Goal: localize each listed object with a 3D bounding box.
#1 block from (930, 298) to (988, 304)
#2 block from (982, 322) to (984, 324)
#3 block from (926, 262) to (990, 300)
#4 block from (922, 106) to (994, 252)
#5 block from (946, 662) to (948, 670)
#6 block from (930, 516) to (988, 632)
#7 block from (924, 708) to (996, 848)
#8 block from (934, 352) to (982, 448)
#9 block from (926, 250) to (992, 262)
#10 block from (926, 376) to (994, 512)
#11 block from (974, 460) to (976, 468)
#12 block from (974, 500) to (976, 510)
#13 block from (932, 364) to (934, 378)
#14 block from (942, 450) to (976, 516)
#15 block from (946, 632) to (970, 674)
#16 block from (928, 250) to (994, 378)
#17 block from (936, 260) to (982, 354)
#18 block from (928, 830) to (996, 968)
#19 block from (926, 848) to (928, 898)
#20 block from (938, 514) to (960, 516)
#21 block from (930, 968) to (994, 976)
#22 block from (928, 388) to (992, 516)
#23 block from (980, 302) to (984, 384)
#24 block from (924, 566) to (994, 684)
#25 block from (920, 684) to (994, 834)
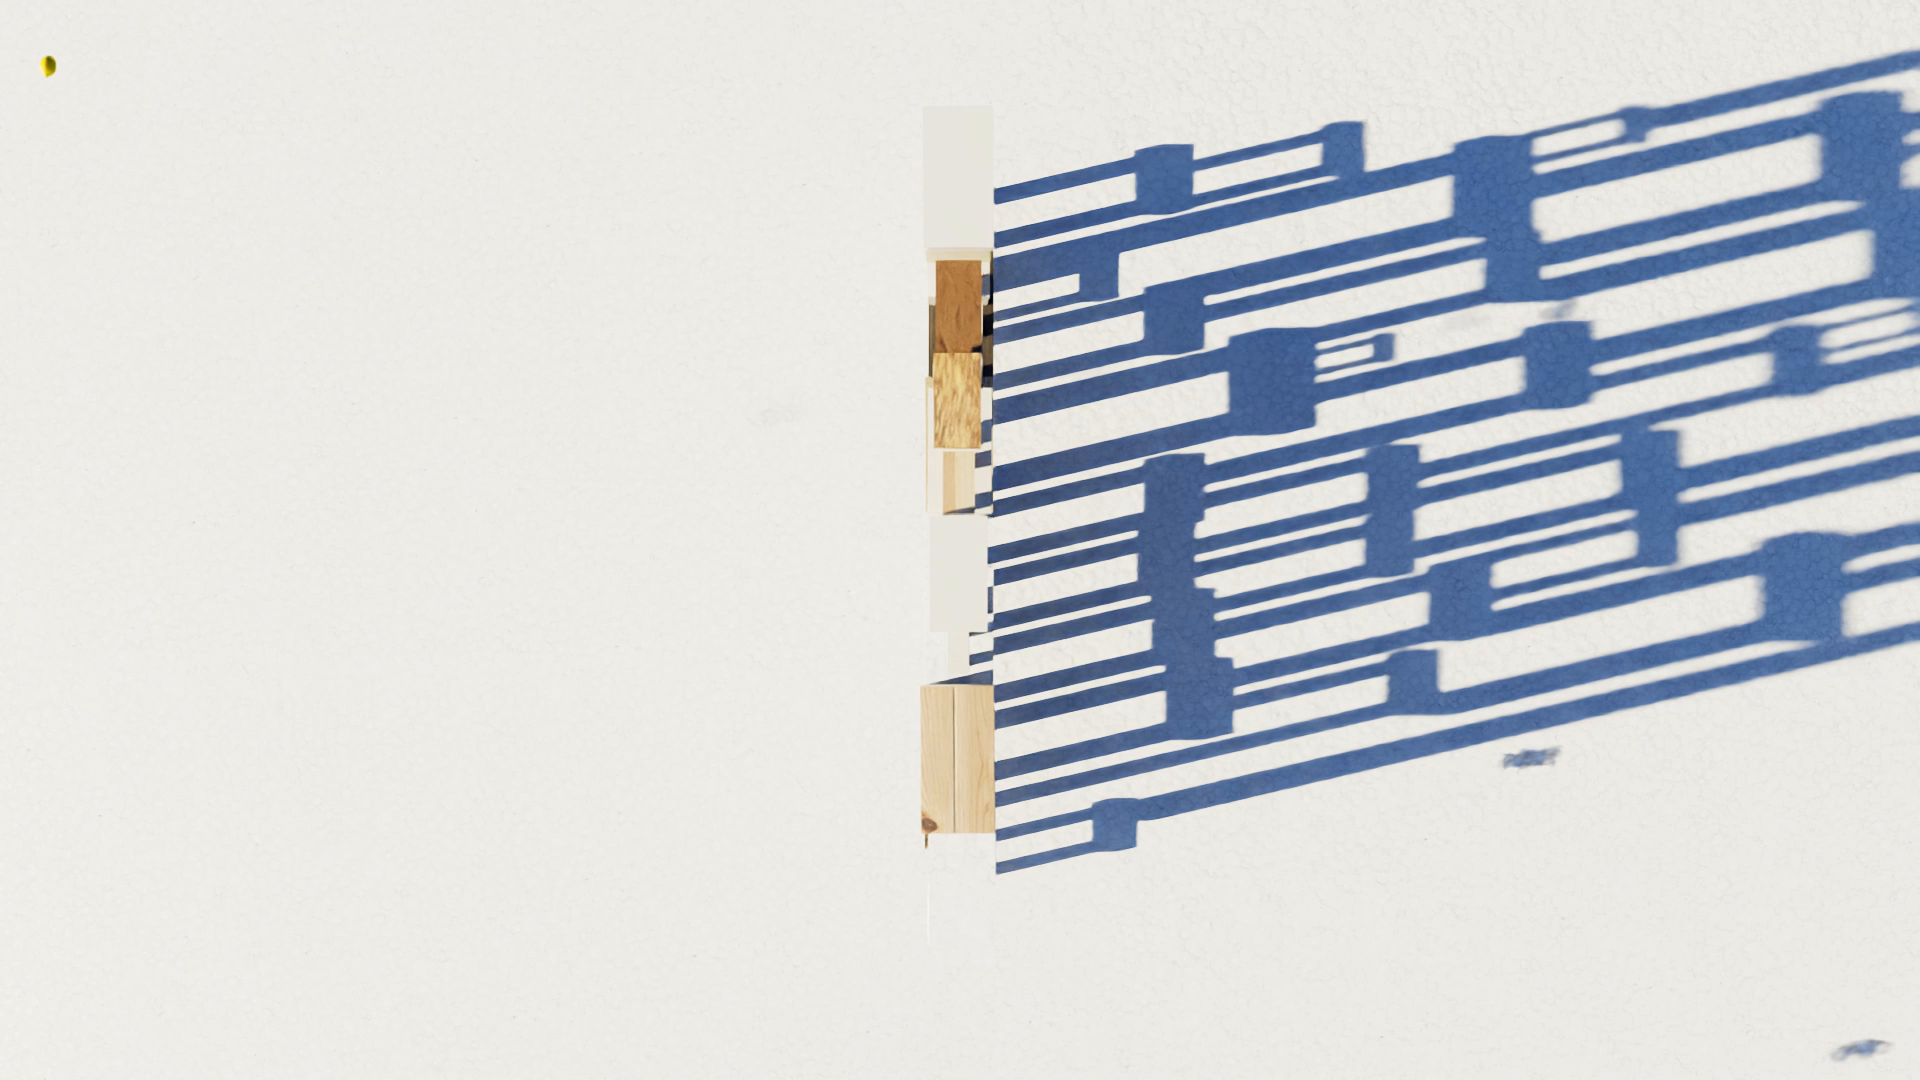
[{"bbox_3d":[-0.004,-0.657,4.293,0.157,0.313,0.044,0,90,0],"label":"block"},{"bbox_3d":[0.003,-0.563,4.309,0.110,0.281,0.031,1,90,0],"label":"block"},{"bbox_3d":[-0.005,-0.761,4.115,0.157,0.044,0.313,0,90,0],"label":"block"},{"bbox_3d":[-0.004,-0.821,3.750,0.160,0.045,0.320,0,90,0],"label":"block"},{"bbox_3d":[-0.005,0.308,4.083,0.054,0.108,0.015,0,90,0],"label":"block"},{"bbox_3d":[-0.004,0.078,3.848,0.135,0.038,0.269,0,90,0],"label":"block"},{"bbox_3d":[-0.001,0.594,4.138,0.176,0.050,0.352,0,90,0],"label":"block"},{"bbox_3d":[-0.006,-0.320,3.801,0.109,0.031,0.218,0,90,0],"label":"block"},{"bbox_3d":[-0.004,-0.713,3.932,0.160,0.320,0.045,0,90,0],"label":"block"},{"bbox_3d":[-0.002,-0.254,4.415,0.180,0.051,0.360,0,90,0],"label":"block"},{"bbox_3d":[-0.001,-0.184,3.960,0.075,0.150,0.021,0,90,0],"label":"block"},{"bbox_3d":[-0.002,-0.084,3.960,0.075,0.150,0.021,0,91,0],"label":"block"},{"bbox_3d":[-0.008,-0.394,3.977,0.109,0.321,0.031,2,91,0],"label":"block"},{"bbox_3d":[-0.003,-0.134,3.874,0.075,0.021,0.150,0,90,0],"label":"block"},{"bbox_3d":[-0.005,0.272,4.021,0.054,0.015,0.108,0,90,0],"label":"block"},{"bbox_3d":[0.003,-0.617,4.475,0.176,0.050,0.353,0,90,0],"label":"block"},{"bbox_3d":[-0.003,-0.546,3.863,0.107,0.030,0.214,0,90,0],"label":"block"},{"bbox_3d":[0.004,0.821,3.783,0.154,0.044,0.308,0,90,0],"label":"block"},{"bbox_3d":[-0.004,0.806,4.539,0.175,0.049,0.349,0,90,0],"label":"block"},{"bbox_3d":[0.001,0.048,4.548,0.118,0.033,0.236,0,90,0],"label":"block"},{"bbox_3d":[0.004,0.934,4.171,0.161,0.046,0.321,0,90,0],"label":"block"},{"bbox_3d":[0.000,-0.217,4.057,0.155,0.044,0.311,0,90,0],"label":"block"},{"bbox_3d":[0.002,-0.488,4.153,0.110,0.031,0.221,1,90,0],"label":"block"},{"bbox_3d":[-0.002,0.240,4.161,0.173,0.049,0.346,0,90,0],"label":"block"},{"bbox_3d":[-0.006,0.498,3.756,0.167,0.047,0.333,0,90,0],"label":"block"}]
